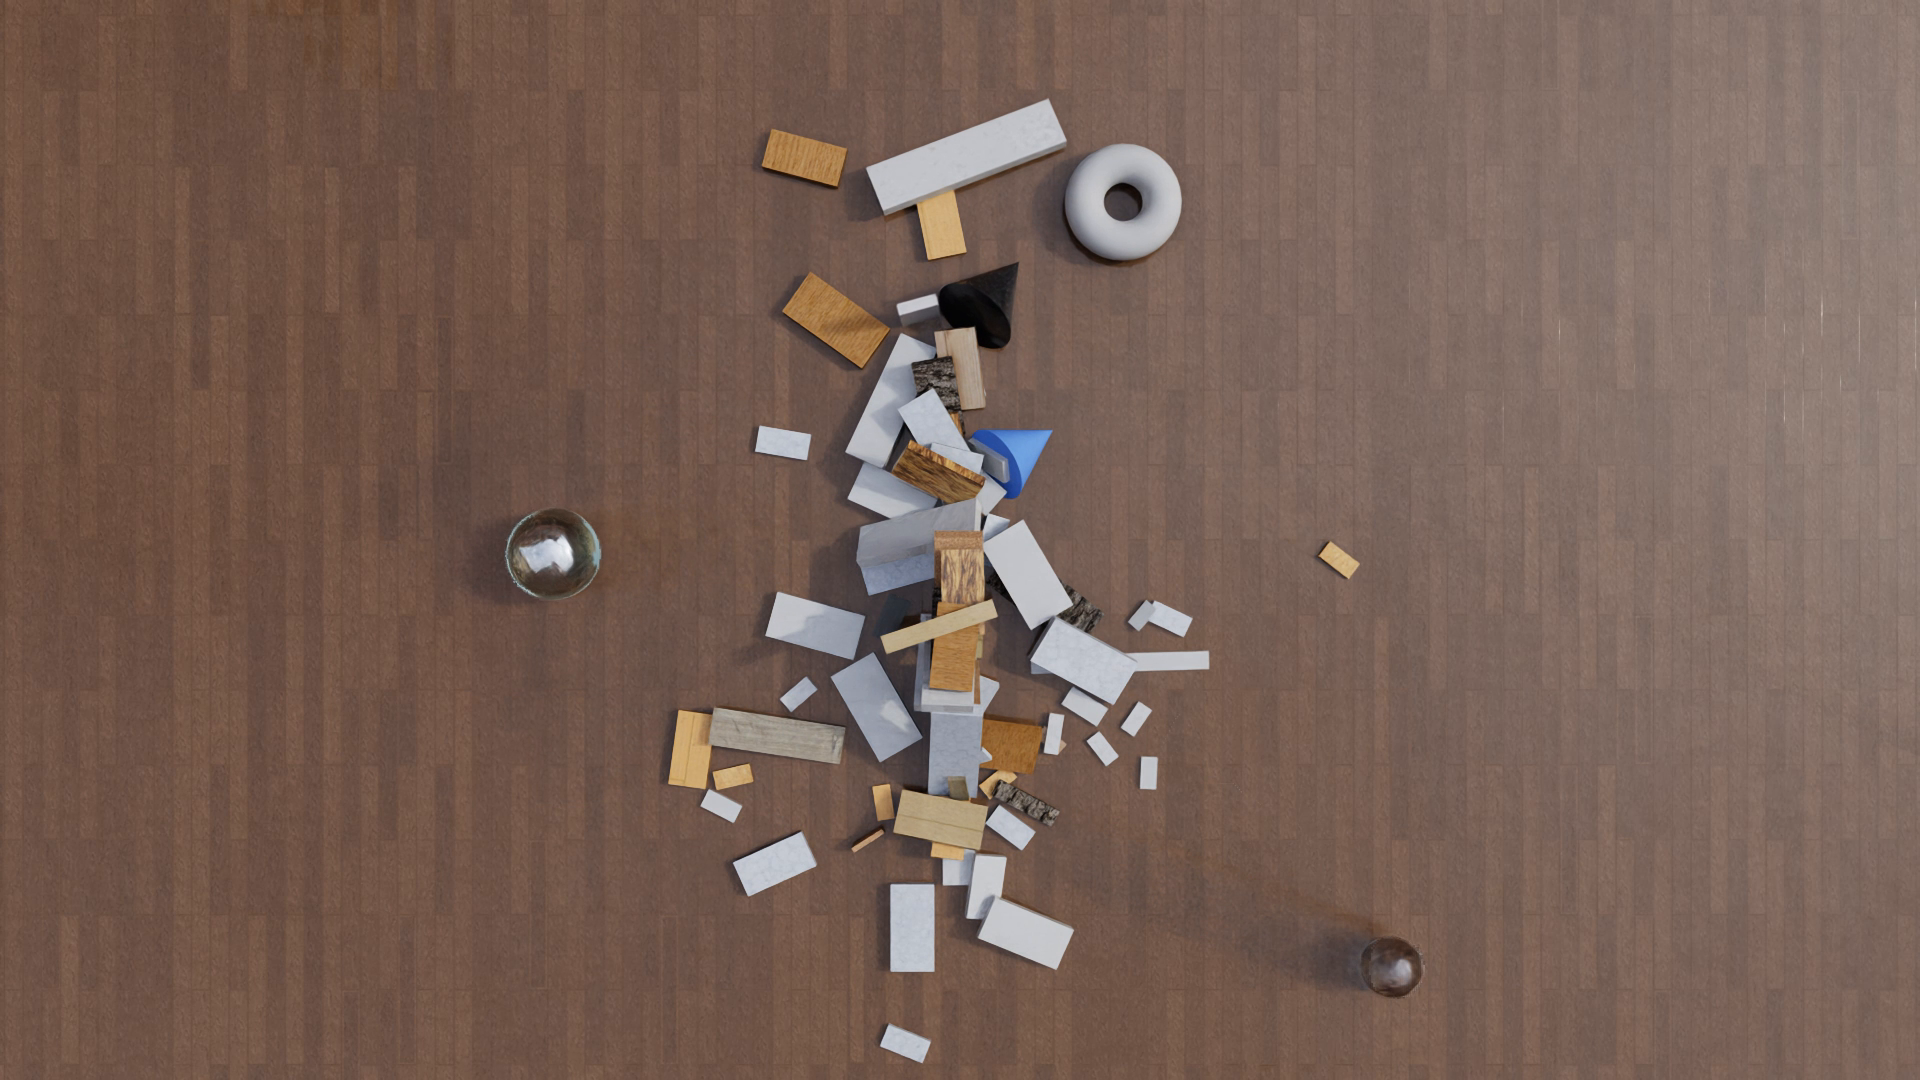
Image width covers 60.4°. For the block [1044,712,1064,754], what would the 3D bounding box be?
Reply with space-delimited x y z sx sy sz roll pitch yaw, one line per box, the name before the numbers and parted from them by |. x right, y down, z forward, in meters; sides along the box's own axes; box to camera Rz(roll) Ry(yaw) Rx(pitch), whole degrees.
block | 0.312 0.644 5.480 0.048 0.014 0.133 9 90 0

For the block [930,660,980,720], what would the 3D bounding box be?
block | -0.015 0.542 5.396 0.163 0.046 0.327 -2 121 0

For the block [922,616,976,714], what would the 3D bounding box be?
block | -0.034 0.392 5.206 0.162 0.046 0.323 2 55 0

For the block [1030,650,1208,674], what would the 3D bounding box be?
block | 0.532 0.408 5.492 0.591 0.017 0.059 -2 90 0

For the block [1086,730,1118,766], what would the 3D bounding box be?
block | 0.475 0.694 5.492 0.053 0.015 0.106 -38 90 0

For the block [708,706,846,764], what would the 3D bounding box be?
block | -0.606 0.647 5.465 0.438 0.035 0.123 9 90 -5

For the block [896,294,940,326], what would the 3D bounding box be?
block | -0.135 -0.747 5.371 0.129 0.258 0.037 -16 89 0

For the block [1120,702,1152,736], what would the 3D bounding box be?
block | 0.587 0.595 5.492 0.053 0.015 0.106 35 90 0

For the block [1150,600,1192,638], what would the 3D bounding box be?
block | 0.695 0.262 5.490 0.140 0.020 0.070 25 90 0

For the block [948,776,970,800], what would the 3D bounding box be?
block | -0.005 0.816 5.412 0.059 0.118 0.017 -2 47 7

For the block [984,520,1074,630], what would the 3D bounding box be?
block | 0.219 0.114 5.426 0.162 0.046 0.325 -31 92 0

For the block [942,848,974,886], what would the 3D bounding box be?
block | -0.004 1.038 5.485 0.107 0.030 0.213 -1 90 0

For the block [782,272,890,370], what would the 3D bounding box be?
block | -0.410 -0.728 5.477 0.324 0.046 0.162 36 90 0

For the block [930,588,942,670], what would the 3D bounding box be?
block | -0.023 0.282 5.193 0.133 0.038 0.265 1 69 0

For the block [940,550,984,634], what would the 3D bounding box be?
block | 0.009 0.163 5.153 0.133 0.038 0.265 -1 88 -1

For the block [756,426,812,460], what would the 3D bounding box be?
block | -0.587 -0.322 5.488 0.173 0.024 0.086 10 90 0

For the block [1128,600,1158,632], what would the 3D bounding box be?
block | 0.607 0.251 5.479 0.048 0.014 0.095 42 97 23

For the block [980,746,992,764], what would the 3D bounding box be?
block | 0.039 0.713 5.389 0.117 0.017 0.058 -21 132 25

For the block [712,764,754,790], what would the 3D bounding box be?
block | -0.755 0.787 5.491 0.124 0.018 0.062 -13 90 0

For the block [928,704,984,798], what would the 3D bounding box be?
block | -0.016 0.679 5.311 0.162 0.453 0.046 4 47 1

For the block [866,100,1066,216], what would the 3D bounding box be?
block | 0.021 -1.265 5.450 0.647 0.046 0.162 -21 78 -2

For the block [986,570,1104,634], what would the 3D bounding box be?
block | 0.283 0.194 5.477 0.374 0.046 0.162 38 90 0

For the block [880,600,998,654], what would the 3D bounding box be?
block | -0.064 0.267 5.084 0.362 0.016 0.058 -18 88 -1

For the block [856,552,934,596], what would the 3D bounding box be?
block | -0.177 0.070 5.444 0.302 0.043 0.151 -16 92 12

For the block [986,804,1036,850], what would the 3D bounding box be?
block | 0.168 0.956 5.489 0.152 0.022 0.076 37 90 0

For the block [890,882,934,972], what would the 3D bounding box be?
block | -0.158 1.285 5.480 0.144 0.041 0.288 0 90 0

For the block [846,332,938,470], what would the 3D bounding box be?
block | -0.223 -0.458 5.456 0.137 0.039 0.437 24 86 9

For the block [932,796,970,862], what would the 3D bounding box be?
block | -0.030 0.946 5.448 0.107 0.030 0.213 6 71 3

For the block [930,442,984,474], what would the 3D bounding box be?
block | -0.015 -0.254 5.337 0.173 0.024 0.086 14 97 3

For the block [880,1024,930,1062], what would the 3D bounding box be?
block | -0.181 1.675 5.489 0.152 0.022 0.076 22 90 0

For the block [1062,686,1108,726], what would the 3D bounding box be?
block | 0.415 0.553 5.490 0.140 0.020 0.070 32 90 0

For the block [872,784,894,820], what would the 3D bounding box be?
block | -0.254 0.873 5.492 0.058 0.016 0.115 -9 90 0

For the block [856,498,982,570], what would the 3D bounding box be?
block | -0.134 -0.021 5.357 0.417 0.043 0.151 -14 46 19

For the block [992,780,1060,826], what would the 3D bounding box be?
block | 0.218 0.873 5.482 0.227 0.017 0.058 28 92 -4

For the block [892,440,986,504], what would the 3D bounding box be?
block | -0.070 -0.207 5.319 0.274 0.039 0.137 26 135 -10

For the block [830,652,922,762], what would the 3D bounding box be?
block | -0.275 0.553 5.477 0.163 0.046 0.327 -30 90 0

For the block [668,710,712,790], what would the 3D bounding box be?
block | -0.888 0.695 5.483 0.123 0.035 0.247 8 90 0

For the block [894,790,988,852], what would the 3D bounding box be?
block | -0.063 0.922 5.420 0.288 0.041 0.144 11 71 4
